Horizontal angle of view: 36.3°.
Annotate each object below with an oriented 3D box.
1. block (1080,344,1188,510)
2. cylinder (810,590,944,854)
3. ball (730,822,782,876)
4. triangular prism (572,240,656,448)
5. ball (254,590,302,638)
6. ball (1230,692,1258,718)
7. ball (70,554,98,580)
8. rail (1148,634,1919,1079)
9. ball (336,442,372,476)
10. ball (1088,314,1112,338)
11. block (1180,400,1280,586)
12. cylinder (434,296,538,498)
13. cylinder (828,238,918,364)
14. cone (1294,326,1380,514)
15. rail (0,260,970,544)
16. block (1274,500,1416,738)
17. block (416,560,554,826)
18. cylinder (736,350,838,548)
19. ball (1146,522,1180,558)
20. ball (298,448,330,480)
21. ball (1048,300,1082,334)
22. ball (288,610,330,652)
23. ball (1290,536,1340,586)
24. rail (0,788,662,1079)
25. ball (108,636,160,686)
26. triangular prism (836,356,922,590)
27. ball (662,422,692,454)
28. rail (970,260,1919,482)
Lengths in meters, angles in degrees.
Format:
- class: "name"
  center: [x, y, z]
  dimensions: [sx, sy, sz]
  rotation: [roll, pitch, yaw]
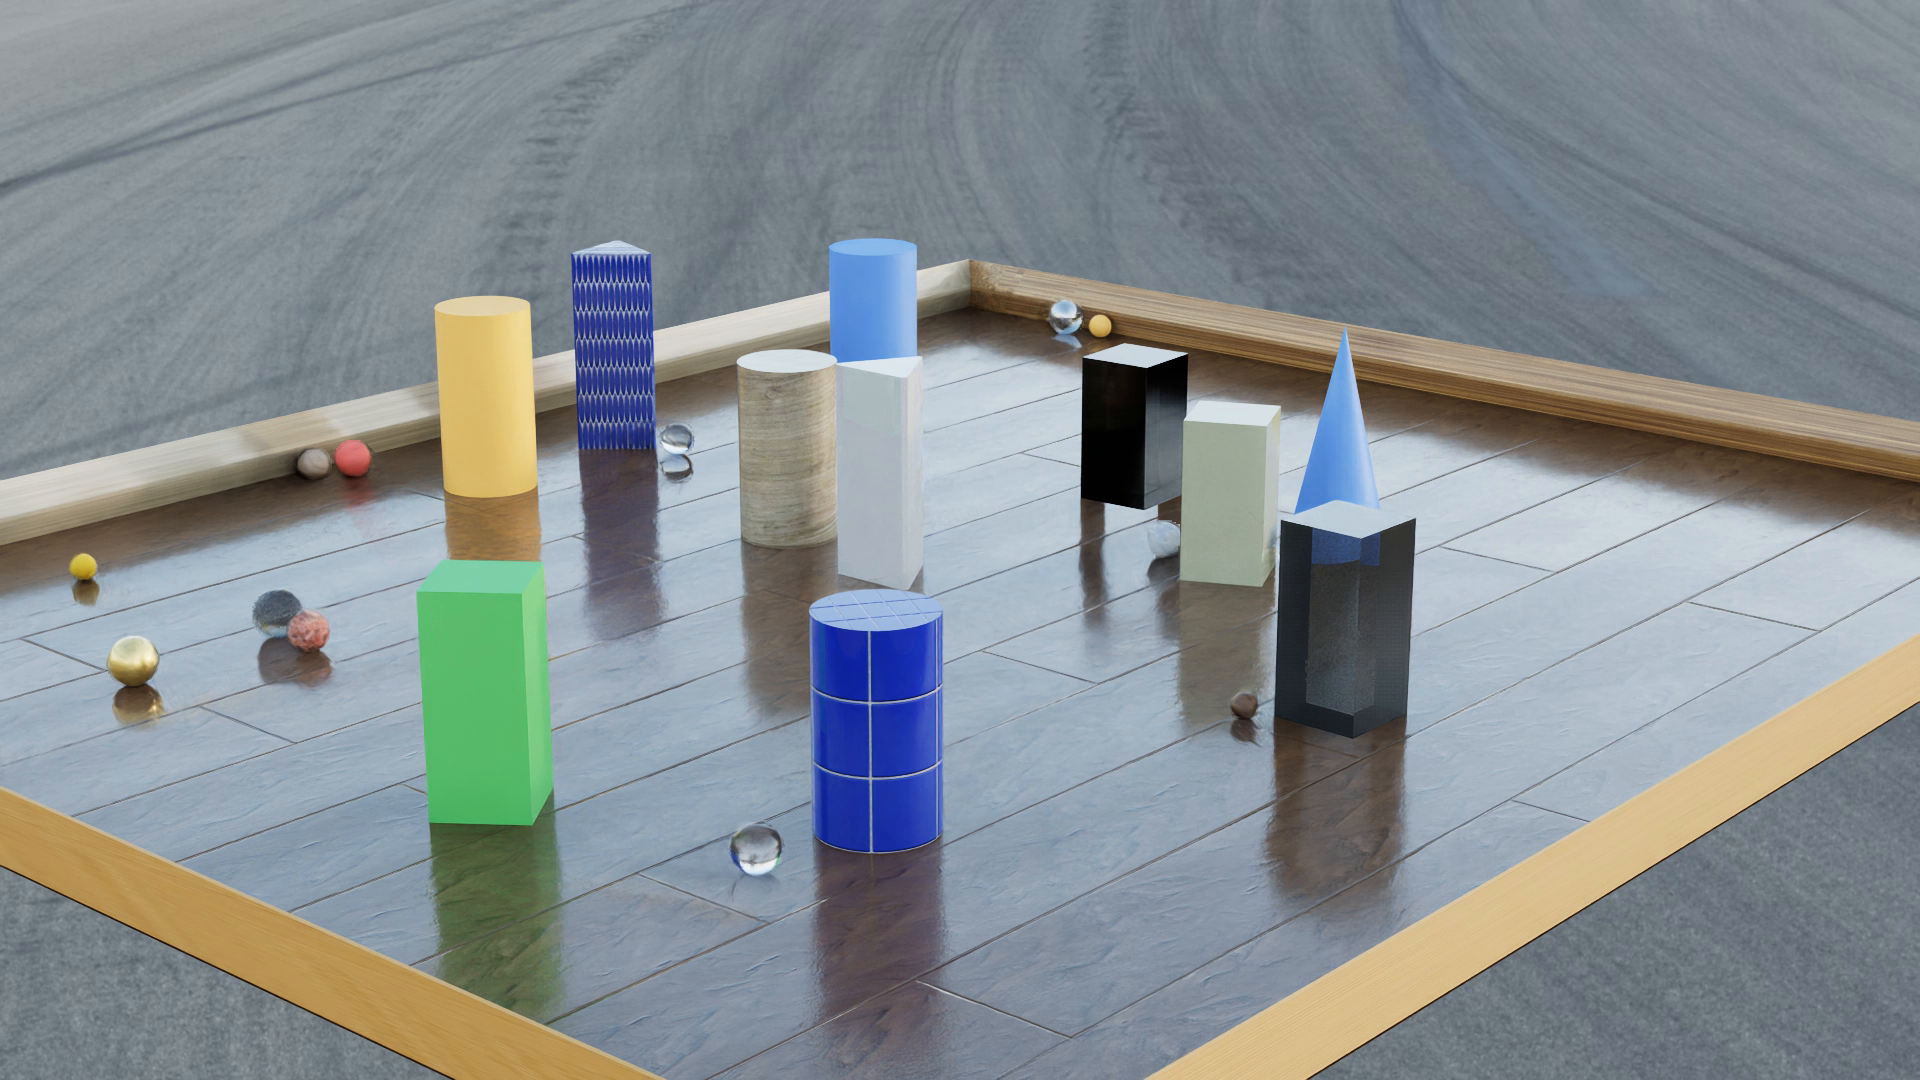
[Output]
- class: "block"
  center: [0.337, -0.221, 5.673]
  dimensions: [0.147, 0.281, 0.147]
  rotation: [12, 21, 35]
- class: "cylinder"
  center: [-0.115, 0.249, 4.054]
  dimensions: [0.183, 0.321, 0.183]
  rotation: [0, 17, 0]
- class: "ball"
  center: [-0.274, 0.414, 3.937]
  dimensions: [0.071, 0.071, 0.071]
  rotation: [0, 17, 0]
- class: "triangular prism"
  center: [-0.707, -0.404, 6.057]
  dimensions: [0.159, 0.409, 0.137]
  rotation: [0, 17, 0]
- class: "ball"
  center: [-1.136, 0.122, 4.885]
  dimensions: [0.081, 0.081, 0.081]
  rotation: [0, 17, 0]
- class: "ball"
  center: [0.438, 0.254, 4.516]
  dimensions: [0.042, 0.042, 0.042]
  rotation: [0, 17, 0]
- class: "ball"
  center: [-1.551, 0.048, 5.191]
  dimensions: [0.046, 0.046, 0.046]
  rotation: [0, 17, 0]
- class: "rail"
  center: [1.123, 0.312, 4.188]
  dimensions: [0.045, 0.119, 3.549]
  rotation: [14, 22, 39]
- class: "ball"
  center: [-1.208, -0.161, 5.839]
  dimensions: [0.070, 0.070, 0.070]
  rotation: [0, 17, 0]
- class: "ball"
  center: [0.336, -0.513, 7.027]
  dimensions: [0.055, 0.055, 0.055]
  rotation: [0, 17, 0]
- class: "block"
  center: [0.480, -0.084, 5.201]
  dimensions: [0.147, 0.292, 0.147]
  rotation: [5, 17, 15]
- class: "cylinder"
  center: [-0.926, -0.281, 5.736]
  dimensions: [0.183, 0.361, 0.183]
  rotation: [0, 17, 0]
- class: "cylinder"
  center: [-0.182, -0.428, 6.179]
  dimensions: [0.183, 0.384, 0.183]
  rotation: [0, 17, 0]
- class: "cone"
  center: [0.696, -0.192, 5.357]
  dimensions: [0.183, 0.410, 0.183]
  rotation: [0, 17, 0]
- class: "rail"
  center: [-1.123, -0.253, 6.055]
  dimensions: [0.045, 0.119, 3.549]
  rotation: [14, 22, 39]
- class: "block"
  center: [0.589, 0.119, 4.488]
  dimensions: [0.147, 0.317, 0.147]
  rotation: [15, 22, 40]
- class: "block"
  center: [-0.667, 0.214, 4.133]
  dimensions: [0.147, 0.341, 0.147]
  rotation: [1, 17, 4]
- class: "cylinder"
  center: [-0.317, -0.169, 5.416]
  dimensions: [0.183, 0.332, 0.183]
  rotation: [0, 17, 0]
- class: "ball"
  center: [0.371, 0.000, 5.316]
  dimensions: [0.065, 0.065, 0.065]
  rotation: [0, 17, 0]
- class: "ball"
  center: [-1.283, -0.150, 5.818]
  dimensions: [0.062, 0.062, 0.062]
  rotation: [0, 17, 0]
- class: "ball"
  center: [0.254, -0.537, 7.058]
  dimensions: [0.083, 0.083, 0.083]
  rotation: [0, 17, 0]
- class: "ball"
  center: [-1.070, 0.149, 4.818]
  dimensions: [0.069, 0.069, 0.069]
  rotation: [0, 17, 0]
- class: "ball"
  center: [0.624, 0.036, 5.160]
  dimensions: [0.087, 0.087, 0.087]
  rotation: [0, 17, 0]
- class: "rail"
  center: [-1.148, 0.413, 3.856]
  dimensions: [3.022, 0.119, 0.045]
  rotation: [14, 22, 39]
- class: "ball"
  center: [-1.313, 0.192, 4.659]
  dimensions: [0.079, 0.079, 0.079]
  rotation: [0, 17, 0]
- class: "triangular prism"
  center: [-0.113, -0.125, 5.182]
  dimensions: [0.159, 0.383, 0.137]
  rotation: [13, 21, 37]
- class: "ball"
  center: [-0.579, -0.207, 6.002]
  dimensions: [0.065, 0.065, 0.065]
  rotation: [0, 17, 0]
- class: "rail"
  center: [1.148, -0.353, 6.387]
  dimensions: [3.022, 0.119, 0.045]
  rotation: [14, 22, 39]
